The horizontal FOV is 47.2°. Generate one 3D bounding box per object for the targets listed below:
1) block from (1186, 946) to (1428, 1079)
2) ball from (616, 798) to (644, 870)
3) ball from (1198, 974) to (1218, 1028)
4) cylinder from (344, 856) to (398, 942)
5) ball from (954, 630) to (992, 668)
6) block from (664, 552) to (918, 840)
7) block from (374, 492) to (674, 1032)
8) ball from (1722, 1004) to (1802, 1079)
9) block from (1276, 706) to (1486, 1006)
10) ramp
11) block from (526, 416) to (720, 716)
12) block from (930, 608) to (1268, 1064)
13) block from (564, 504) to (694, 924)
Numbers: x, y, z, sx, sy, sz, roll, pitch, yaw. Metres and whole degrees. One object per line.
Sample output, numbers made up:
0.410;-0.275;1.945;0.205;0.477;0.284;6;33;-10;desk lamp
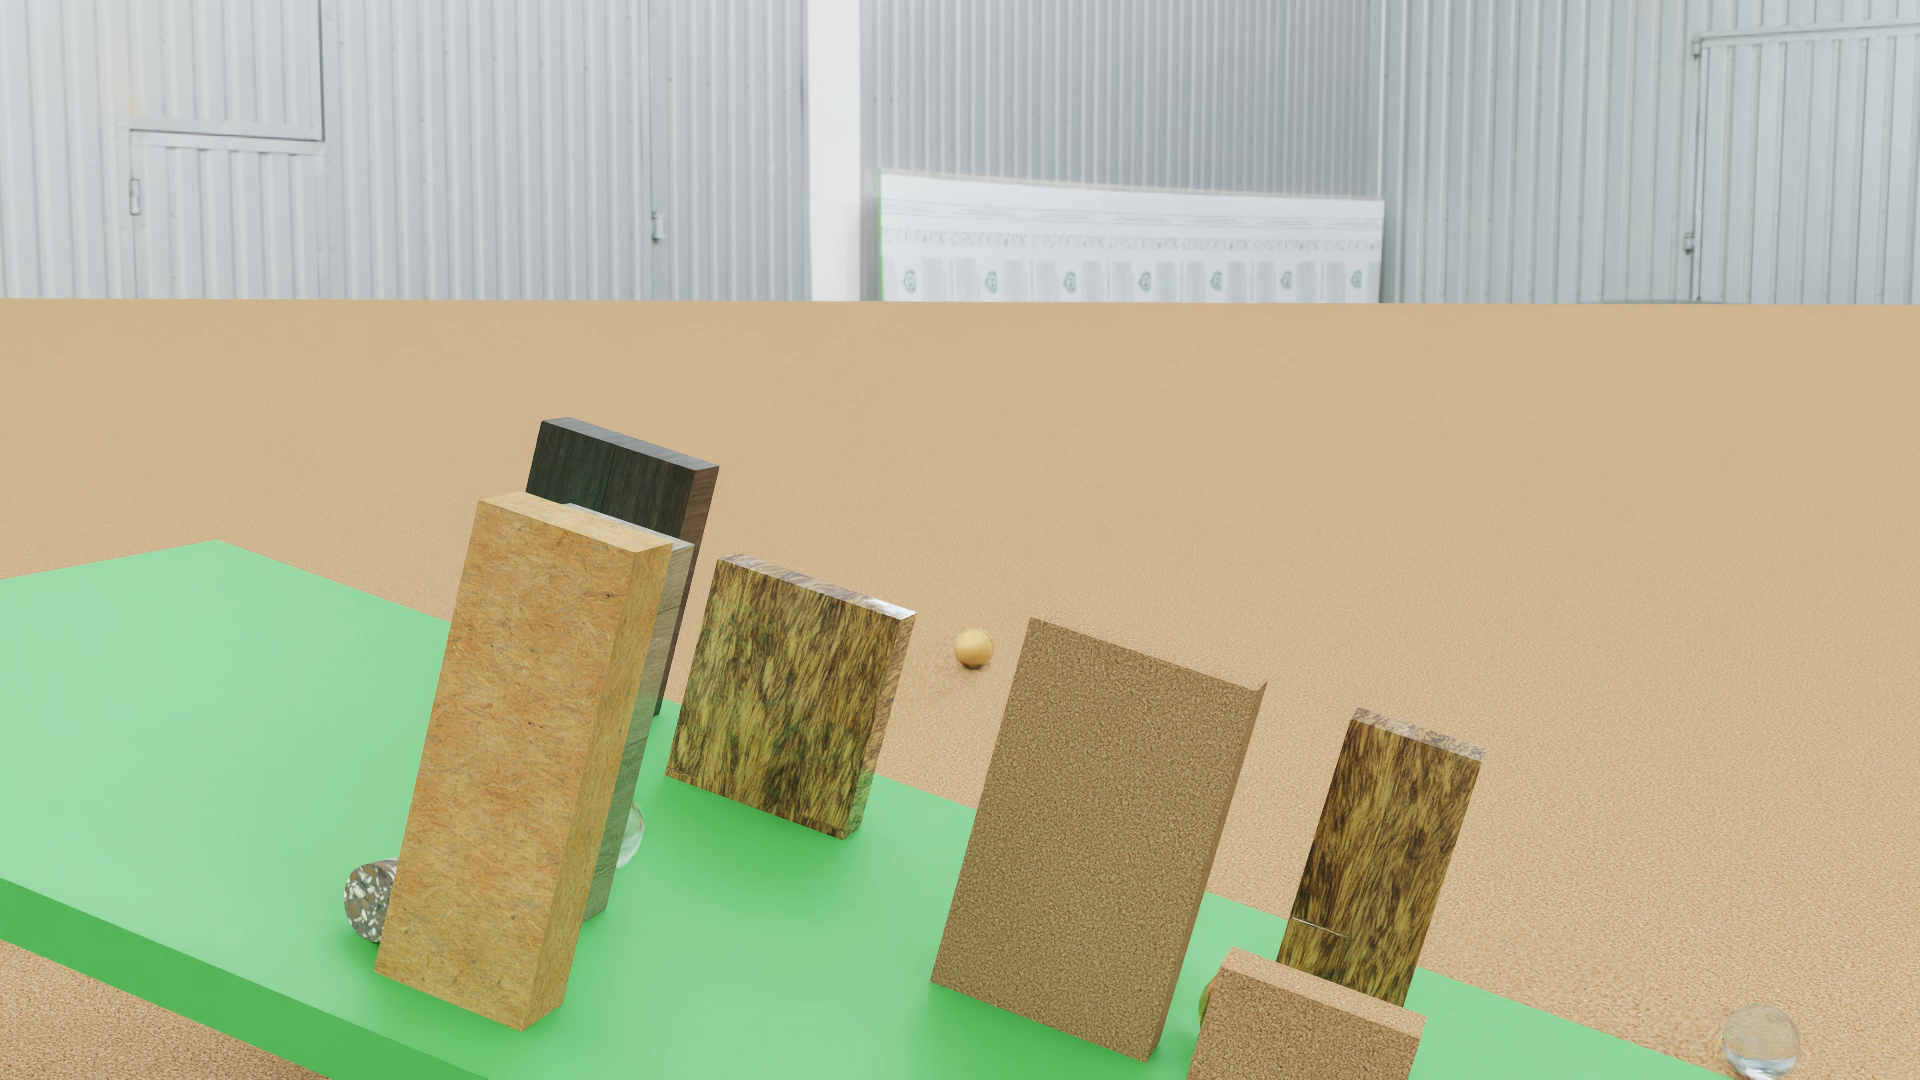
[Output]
0.497;0.888;3.376;0.312;0.431;0.104;18;11;14;block
-0.686;0.547;4.166;0.172;0.172;0.172;0;7;0;ball
0.533;0.884;4.107;0.177;0.177;0.177;0;7;0;ball
-0.939;0.597;3.693;0.130;0.130;0.130;4;4;30;cylinder
0.061;0.512;10.382;0.182;0.182;0.182;0;7;0;ball
-0.370;0.335;4.770;0.430;0.502;0.110;18;11;14;block
-0.697;0.349;3.496;0.273;0.799;0.139;18;11;14;block
1.844;1.156;5.061;0.171;0.171;0.171;0;7;0;ball
0.772;0.677;4.168;0.248;0.666;0.120;18;11;14;block
-0.383;0.756;4.244;4.000;0.100;2.000;18;11;14;ramp
-0.841;0.069;5.153;0.399;0.619;0.140;18;11;14;block
0.249;0.536;4.027;0.427;0.721;0.119;18;11;14;block
-0.691;0.311;3.936;0.251;0.705;0.115;18;11;14;block
